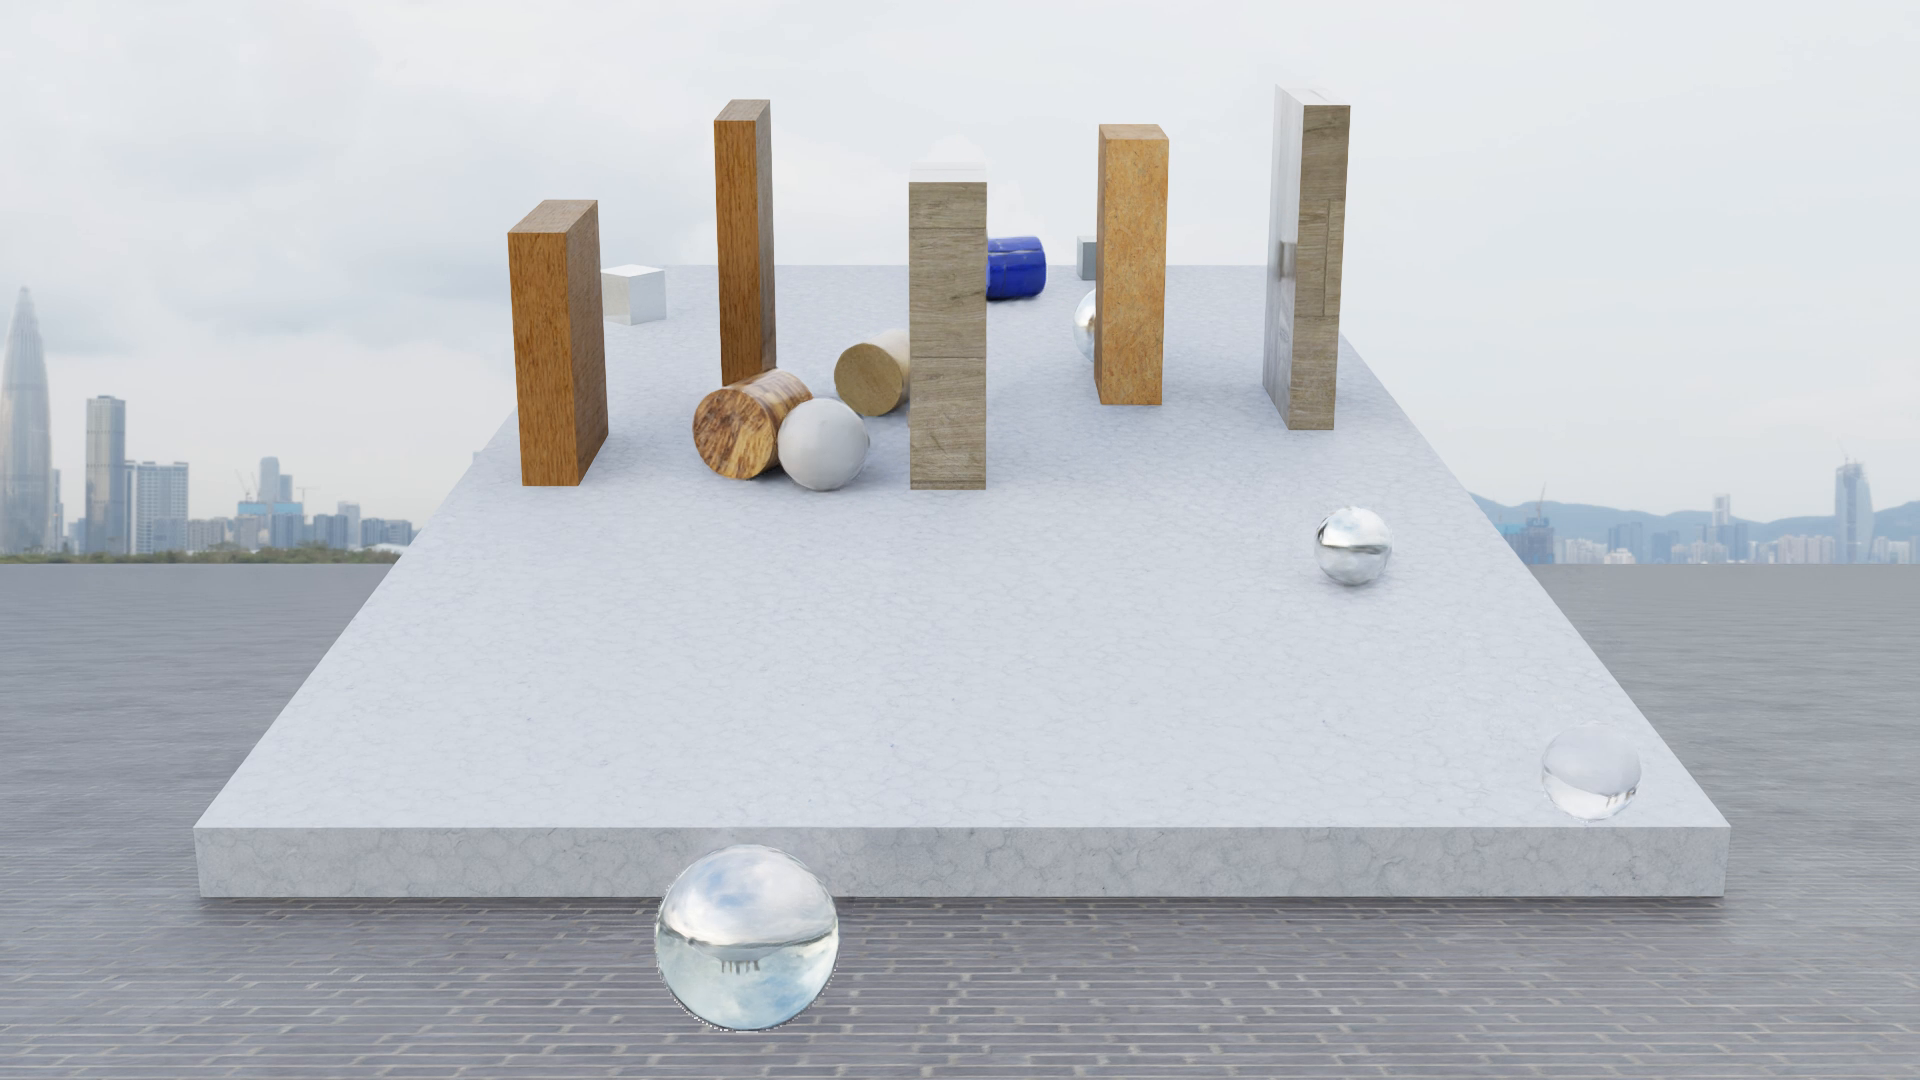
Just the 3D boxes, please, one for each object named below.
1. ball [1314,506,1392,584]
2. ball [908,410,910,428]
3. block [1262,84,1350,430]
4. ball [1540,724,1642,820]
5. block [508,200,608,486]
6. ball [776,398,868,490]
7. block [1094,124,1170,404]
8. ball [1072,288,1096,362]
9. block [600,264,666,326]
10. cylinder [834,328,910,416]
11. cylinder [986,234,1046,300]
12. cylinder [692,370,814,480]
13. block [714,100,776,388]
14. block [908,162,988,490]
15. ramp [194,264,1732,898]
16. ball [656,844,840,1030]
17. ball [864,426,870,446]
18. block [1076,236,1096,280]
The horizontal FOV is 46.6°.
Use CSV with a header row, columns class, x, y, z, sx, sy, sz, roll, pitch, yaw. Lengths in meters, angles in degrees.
class,x,y,z,sx,sy,sz,roll,pitch,yaw
ball,0.675,0.010,3.831,0.134,0.134,0.134,0,0,0
ball,-0.052,-0.253,4.692,0.117,0.117,0.117,0,0,0
block,0.763,-0.636,4.945,0.098,0.698,0.431,0,17,0
ball,0.824,0.303,2.913,0.127,0.127,0.127,0,0,0
block,-0.812,-0.409,4.537,0.111,0.505,0.409,0,17,0
ball,-0.270,-0.188,4.380,0.180,0.180,0.180,0,0,0
block,0.389,-0.633,5.099,0.137,0.598,0.276,0,17,0
ball,0.372,-0.516,5.387,0.203,0.203,0.203,0,0,0
block,-0.877,-0.654,5.939,0.130,0.130,0.130,14,22,37
cylinder,-0.172,-0.377,5.005,0.165,0.165,0.165,0,16,24
cylinder,0.130,-0.760,6.213,0.170,0.170,0.170,-7,2,-21
cylinder,-0.414,-0.236,4.520,0.186,0.186,0.186,0,16,26
block,-0.474,-0.624,4.962,0.088,0.661,0.403,0,17,0
block,-0.024,-0.428,4.434,0.149,0.606,0.270,0,17,0
ramp,-0.003,-0.180,4.821,2.000,0.100,4.000,0,17,0
ball,-0.201,0.375,2.108,0.173,0.173,0.173,0,0,0
ball,-0.240,-0.202,4.539,0.111,0.111,0.111,0,0,0
block,0.406,-0.826,6.521,0.112,0.112,0.112,-2,18,-6
